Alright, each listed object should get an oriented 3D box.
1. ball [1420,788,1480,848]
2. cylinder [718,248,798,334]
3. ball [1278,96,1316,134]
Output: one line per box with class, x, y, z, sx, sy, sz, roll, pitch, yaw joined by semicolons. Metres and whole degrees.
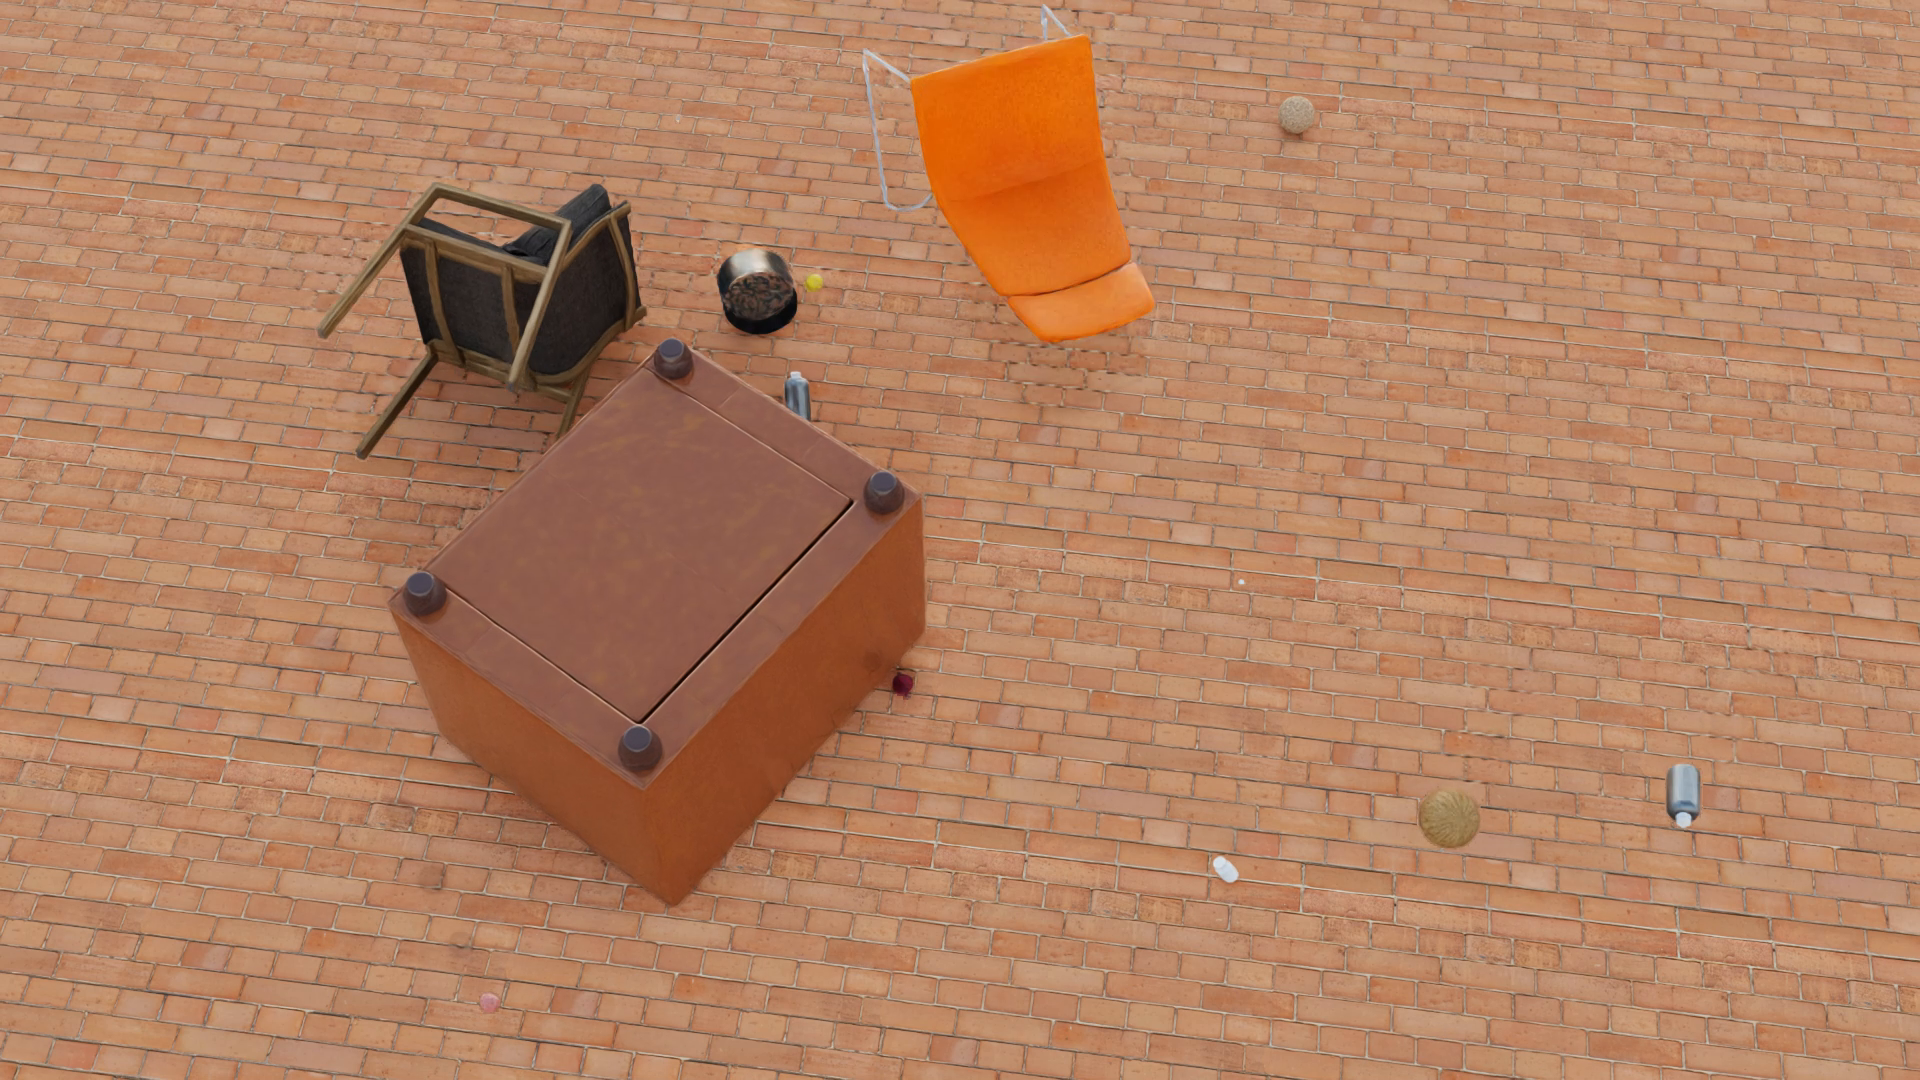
ball;1.232;0.699;5.535;0.150;0.150;0.150;0;56;0
cylinder;-0.640;-0.785;6.944;0.235;0.220;0.160;3;35;-16
ball;1.143;-1.444;7.467;0.126;0.126;0.126;0;56;0
